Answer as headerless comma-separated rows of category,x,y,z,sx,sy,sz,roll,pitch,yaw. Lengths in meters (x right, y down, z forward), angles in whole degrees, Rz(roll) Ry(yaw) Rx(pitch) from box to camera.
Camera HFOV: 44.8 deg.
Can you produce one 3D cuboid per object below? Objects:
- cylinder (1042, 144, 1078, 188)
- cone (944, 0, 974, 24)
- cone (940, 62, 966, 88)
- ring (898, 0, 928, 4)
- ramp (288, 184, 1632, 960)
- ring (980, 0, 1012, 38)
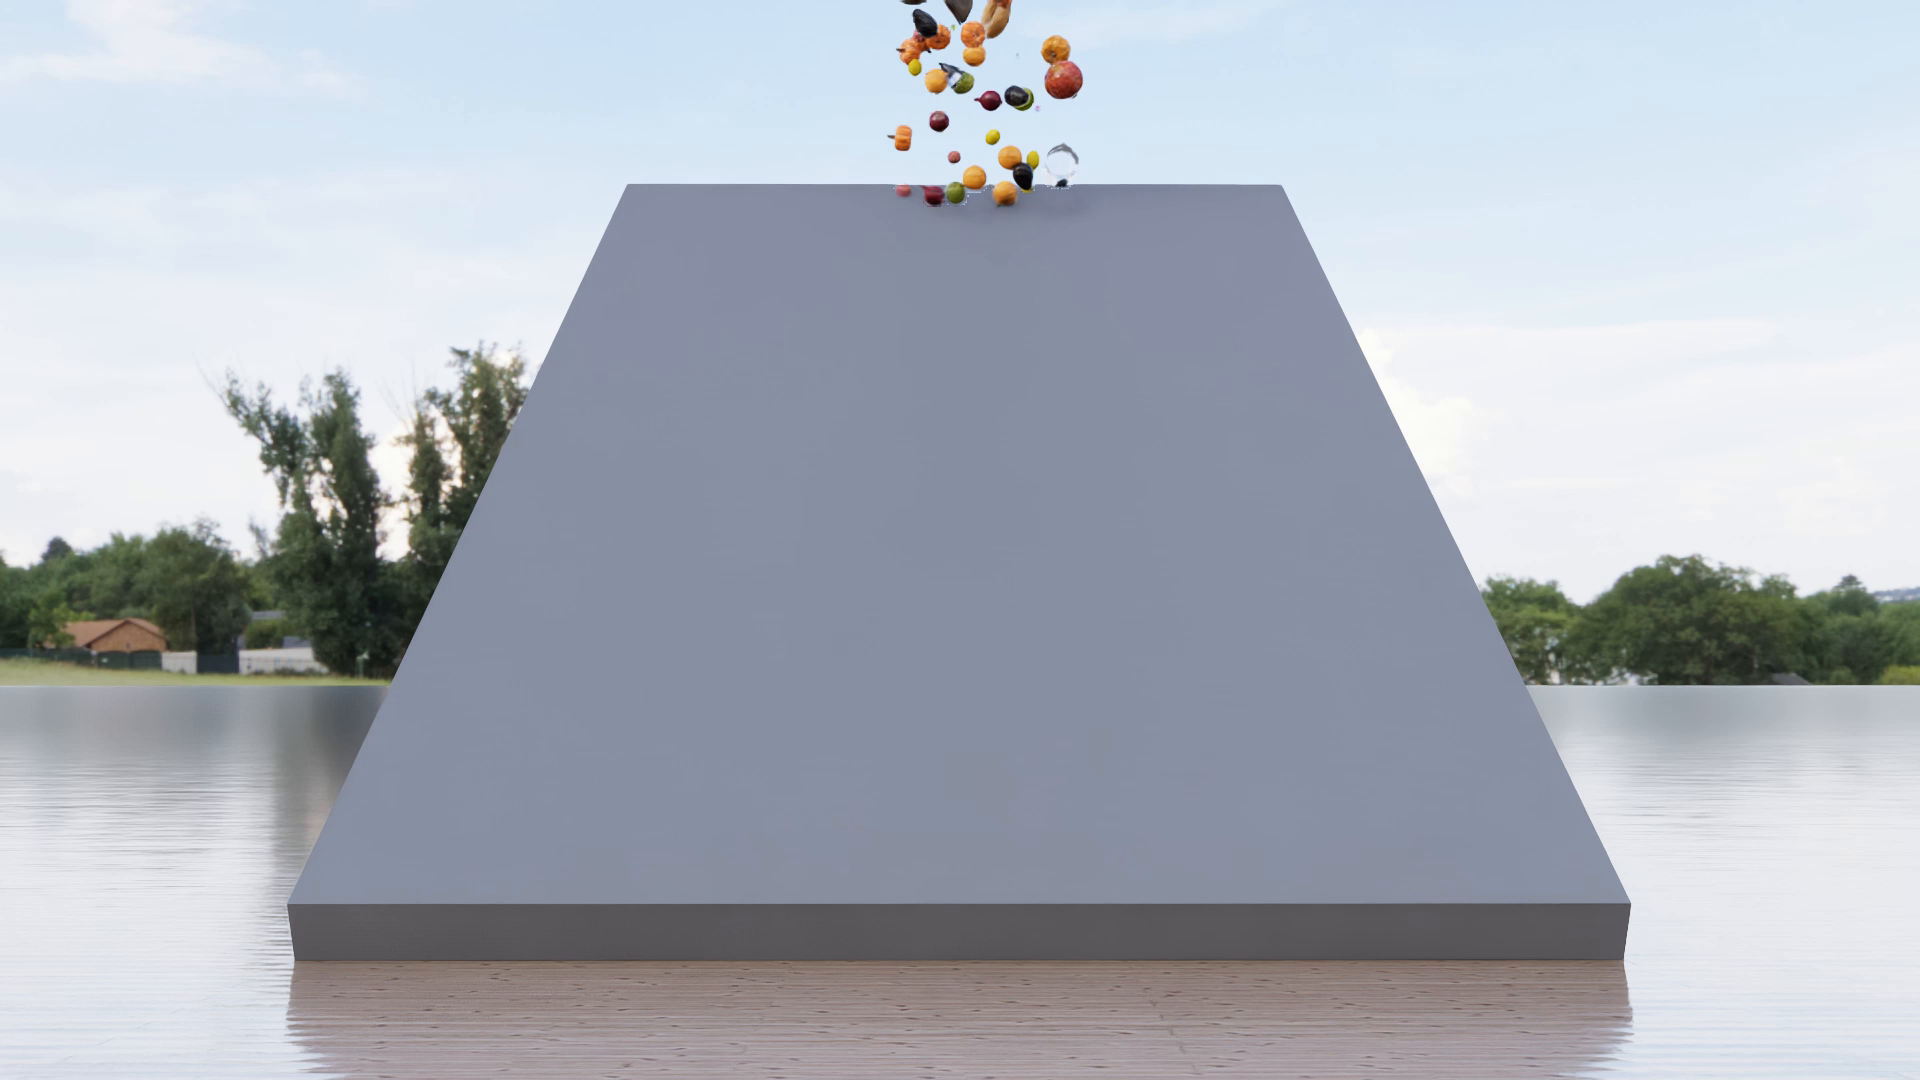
cylinder,0.295,-1.097,6.828,0.095,0.095,0.095,0,-12,-4
cone,-0.019,-1.588,6.908,0.084,0.084,0.084,22,-13,-24
cone,-0.035,-1.369,6.774,0.072,0.072,0.072,40,-18,-18
ring,-0.133,-1.584,6.614,0.148,0.049,0.148,-2,-35,-1
ramp,-0.008,-0.228,5.307,2.000,0.100,4.000,0,24,0
ring,0.109,-1.590,7.059,0.047,0.142,0.142,16,-10,-26
